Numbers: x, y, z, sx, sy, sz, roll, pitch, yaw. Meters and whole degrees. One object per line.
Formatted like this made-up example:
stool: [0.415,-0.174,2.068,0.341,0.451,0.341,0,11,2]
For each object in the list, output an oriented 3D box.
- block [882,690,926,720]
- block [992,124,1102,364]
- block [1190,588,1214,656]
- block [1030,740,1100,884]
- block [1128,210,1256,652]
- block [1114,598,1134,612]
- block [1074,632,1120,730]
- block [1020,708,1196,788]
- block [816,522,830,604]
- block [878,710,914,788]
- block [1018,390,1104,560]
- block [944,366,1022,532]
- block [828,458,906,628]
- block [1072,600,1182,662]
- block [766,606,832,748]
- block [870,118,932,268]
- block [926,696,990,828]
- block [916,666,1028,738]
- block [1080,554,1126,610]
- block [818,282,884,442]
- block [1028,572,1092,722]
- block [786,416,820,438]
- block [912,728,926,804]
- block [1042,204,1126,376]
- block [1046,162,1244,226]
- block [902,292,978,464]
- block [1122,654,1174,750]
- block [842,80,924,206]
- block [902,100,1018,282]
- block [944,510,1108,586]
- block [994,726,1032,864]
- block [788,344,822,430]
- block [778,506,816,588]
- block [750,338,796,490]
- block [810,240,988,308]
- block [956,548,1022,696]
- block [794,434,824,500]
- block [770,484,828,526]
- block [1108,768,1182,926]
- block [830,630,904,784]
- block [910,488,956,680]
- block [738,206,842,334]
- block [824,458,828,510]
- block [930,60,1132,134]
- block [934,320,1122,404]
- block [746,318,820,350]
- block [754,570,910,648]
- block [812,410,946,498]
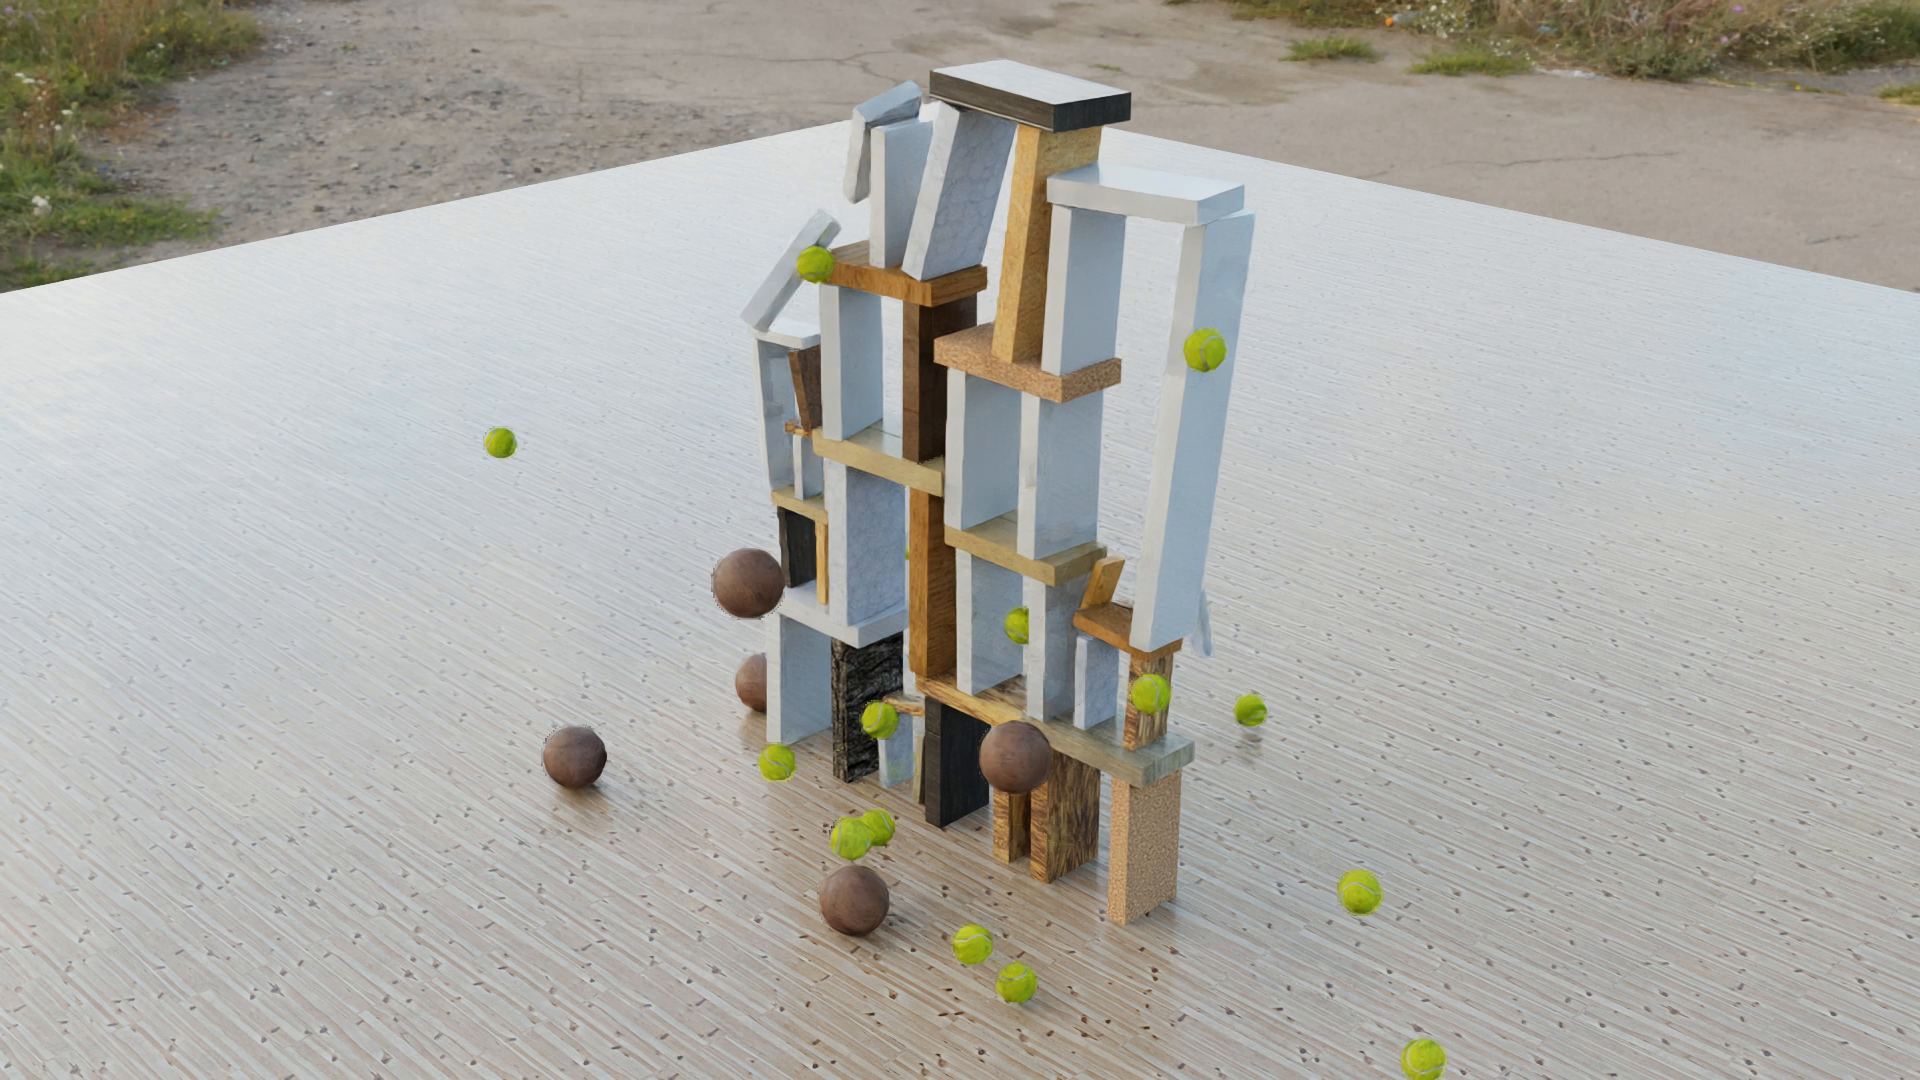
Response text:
block: [-0.074,0.346,4.517,0.156,0.022,0.078,14,10,18]
block: [0.152,-0.533,3.835,0.048,0.431,0.168,28,35,35]
block: [0.447,0.149,4.112,0.018,0.127,0.063,-10,10,-13]
block: [0.203,0.496,4.210,0.149,0.299,0.042,-21,31,-41]
block: [0.398,-0.182,3.790,0.042,0.771,0.148,21,26,35]
block: [0.340,0.154,4.050,0.018,0.063,0.127,-31,30,-32]
block: [0.253,0.252,4.060,0.091,0.183,0.026,-21,31,-40]
block: [0.273,0.365,4.080,0.299,0.042,0.149,21,31,41]
block: [-0.252,0.035,4.504,0.025,0.179,0.090,22,32,40]
block: [-0.133,0.429,4.550,0.022,0.156,0.078,20,30,41]
block: [0.181,-0.133,3.969,0.157,0.315,0.045,-18,31,-37]
block: [0.044,-0.189,4.099,0.045,0.315,0.157,23,32,38]
block: [-0.186,-0.017,4.411,0.049,0.349,0.175,20,30,36]
block: [0.303,0.165,3.978,0.091,0.026,0.183,-17,32,-42]
block: [-0.338,0.271,4.707,0.161,0.322,0.046,-21,33,-40]
block: [-0.108,-0.640,4.057,0.036,0.256,0.128,21,31,37]
block: [-0.004,0.421,4.402,0.040,0.285,0.143,22,31,40]
block: [0.064,0.297,4.278,0.285,0.040,0.143,21,31,40]
block: [0.259,0.089,4.040,0.063,0.127,0.018,-14,41,-45]
block: [-0.208,-0.362,4.247,0.044,0.309,0.154,13,27,27]
block: [0.190,0.183,4.093,0.040,0.283,0.141,21,31,40]
block: [-0.276,-0.224,4.428,0.140,0.020,0.070,16,31,33]
block: [-0.055,0.455,4.483,0.078,0.156,0.022,-13,27,-36]
block: [0.215,-0.444,3.802,0.042,0.297,0.148,24,33,38]
block: [0.309,-0.580,3.681,0.297,0.042,0.148,15,27,34]
block: [-0.038,-0.313,4.122,0.044,0.309,0.154,21,30,39]
block: [0.342,0.283,3.984,0.026,0.183,0.091,25,32,39]
block: [-0.146,-0.739,4.099,0.128,0.256,0.036,-30,71,-22]
block: [0.003,-0.638,3.948,0.048,0.336,0.168,37,39,29]
block: [0.121,0.008,4.093,0.141,0.040,0.283,-21,31,-40]
block: [0.130,0.474,4.279,0.040,0.285,0.143,21,31,41]
block: [-0.297,-0.310,4.395,0.023,0.163,0.081,5,25,33]
block: [-0.333,0.001,4.581,0.025,0.179,0.090,17,28,42]
block: [-0.376,-0.265,4.500,0.081,0.322,0.023,-19,25,-37]
block: [-0.115,-0.501,4.117,0.309,0.044,0.154,18,29,38]
block: [0.057,0.137,4.221,0.141,0.298,0.040,-22,31,-40]
block: [-0.308,-0.158,4.482,0.020,0.139,0.070,16,27,33]
block: [-0.295,-0.077,4.504,0.179,0.025,0.090,22,31,39]
block: [0.343,0.550,4.081,0.042,0.299,0.149,21,31,40]
block: [-0.191,0.330,4.570,0.161,0.322,0.046,-21,31,-40]
block: [-0.018,0.060,4.273,0.049,0.391,0.175,22,32,40]
block: [-0.322,-0.510,4.185,0.036,0.256,0.128,36,1,3]
block: [-0.239,-0.132,4.423,0.020,0.140,0.070,23,30,37]
block: [0.116,-0.759,3.751,0.168,0.048,0.336,-17,29,-35]
block: [0.120,-0.323,3.954,0.315,0.045,0.157,22,31,40]
block: [-0.341,-0.414,4.403,0.163,0.023,0.081,17,28,41]
block: [-0.262,0.131,4.567,0.322,0.046,0.161,22,31,40]
block: [-0.102,-0.173,4.258,0.349,0.049,0.175,20,30,40]
